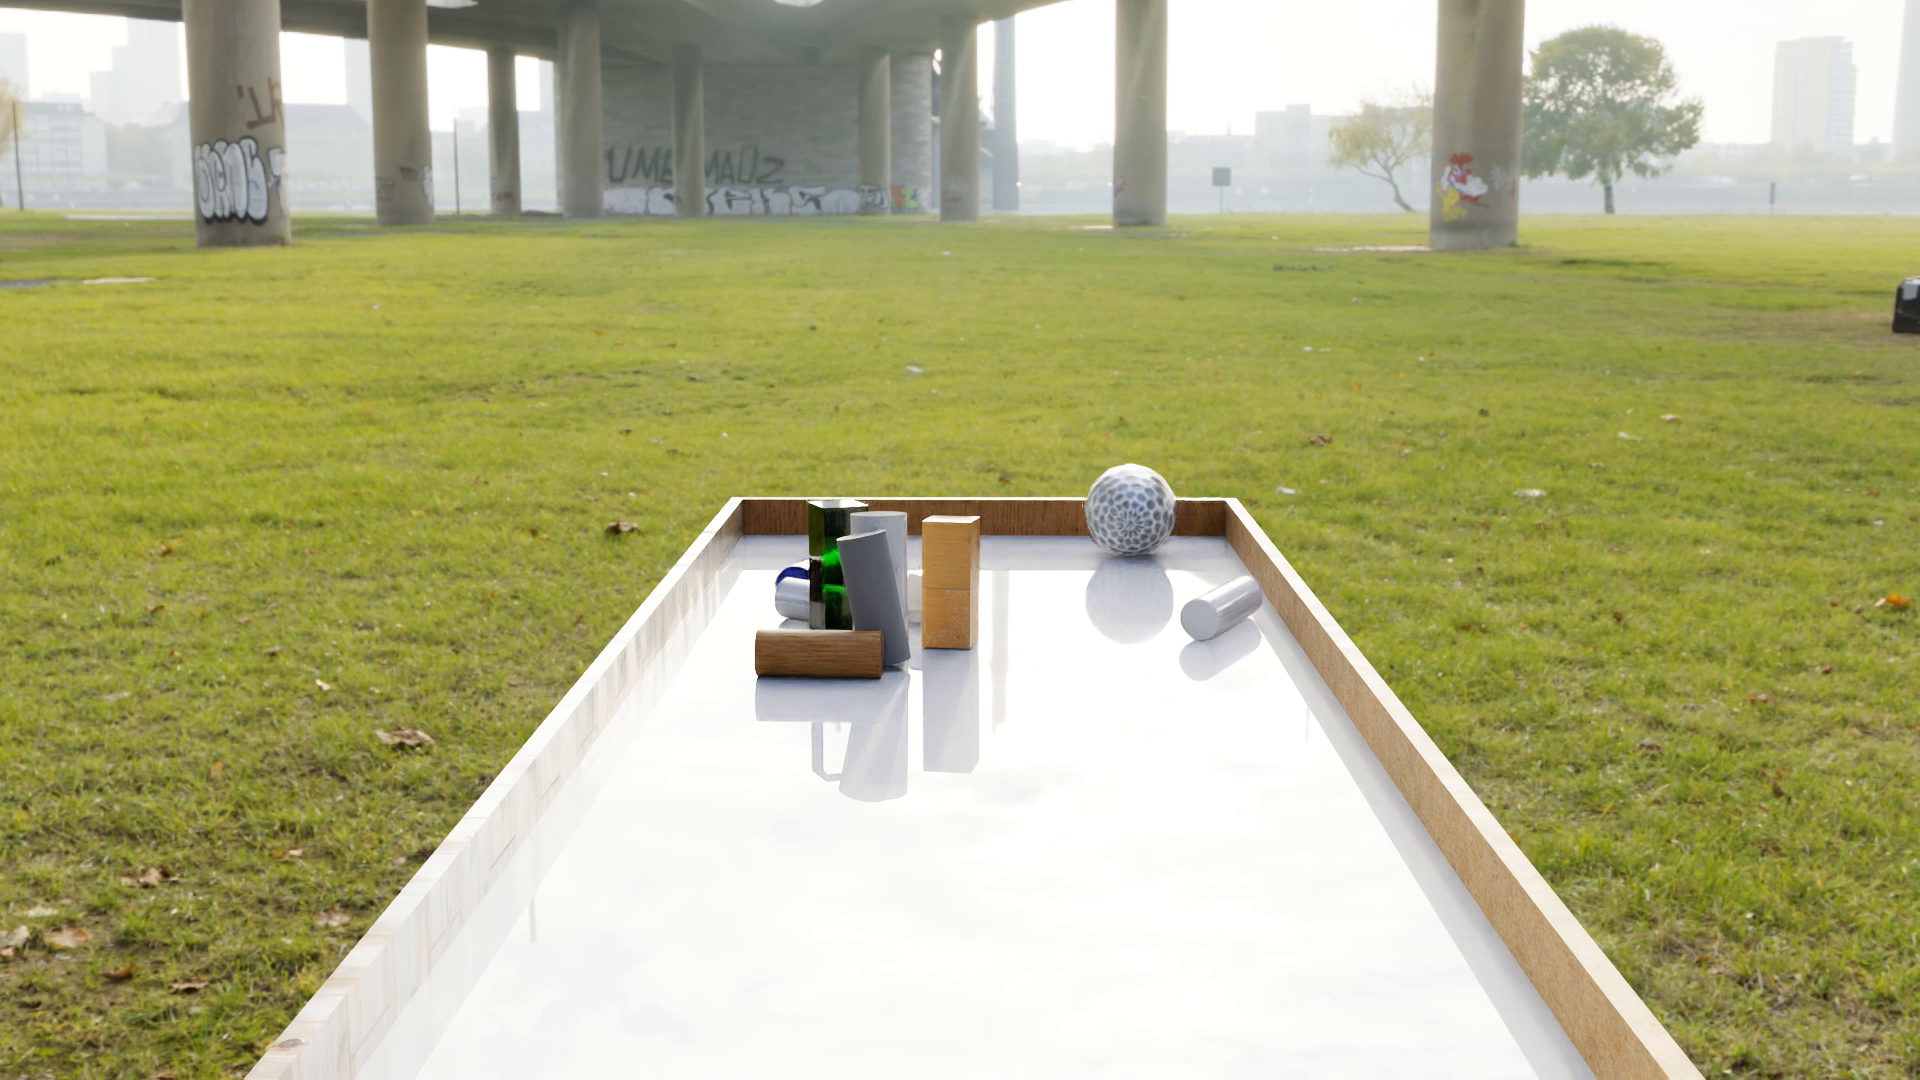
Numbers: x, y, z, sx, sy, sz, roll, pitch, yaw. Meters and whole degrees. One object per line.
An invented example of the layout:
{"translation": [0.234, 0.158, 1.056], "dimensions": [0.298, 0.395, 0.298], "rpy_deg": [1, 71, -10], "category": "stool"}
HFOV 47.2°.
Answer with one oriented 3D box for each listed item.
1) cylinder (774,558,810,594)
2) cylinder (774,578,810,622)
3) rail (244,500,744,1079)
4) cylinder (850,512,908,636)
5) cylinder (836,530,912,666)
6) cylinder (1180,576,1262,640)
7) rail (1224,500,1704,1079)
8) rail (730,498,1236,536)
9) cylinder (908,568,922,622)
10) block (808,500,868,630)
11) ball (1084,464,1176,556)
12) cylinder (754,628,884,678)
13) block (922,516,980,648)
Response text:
{"translation": [-0.499, 0.137, 7.622], "dimensions": [0.165, 0.165, 0.432], "rpy_deg": [2, 9, 14], "category": "cylinder"}
{"translation": [-0.403, 0.215, 7.214], "dimensions": [0.447, 0.137, 0.137], "rpy_deg": [8, 12, 40], "category": "cylinder"}
{"translation": [-1.004, 0.839, 3.234], "dimensions": [0.050, 0.150, 12.000], "rpy_deg": [0, 9, 1], "category": "rail"}
{"translation": [-0.246, 0.135, 6.742], "dimensions": [0.174, 0.433, 0.174], "rpy_deg": [-1, 6, 0], "category": "cylinder"}
{"translation": [-0.258, 0.175, 6.584], "dimensions": [0.150, 0.390, 0.150], "rpy_deg": [-11, 6, 1], "category": "cylinder"}
{"translation": [0.857, 0.221, 7.186], "dimensions": [0.135, 0.135, 0.456], "rpy_deg": [4, 10, 25], "category": "cylinder"}
{"translation": [1.046, 0.843, 3.208], "dimensions": [0.050, 0.150, 12.000], "rpy_deg": [0, 9, 1], "category": "rail"}
{"translation": [0.099, -0.098, 9.147], "dimensions": [2.100, 0.150, 0.050], "rpy_deg": [0, 9, 1], "category": "rail"}
{"translation": [-0.083, 0.166, 7.435], "dimensions": [0.164, 0.164, 0.354], "rpy_deg": [4, 10, 24], "category": "cylinder"}
{"translation": [-0.383, 0.103, 6.958], "dimensions": [0.147, 0.439, 0.147], "rpy_deg": [-4, 10, -23], "category": "block"}
{"translation": [0.667, -0.117, 8.603], "dimensions": [0.358, 0.358, 0.358], "rpy_deg": [0, 9, 0], "category": "ball"}
{"translation": [-0.413, 0.333, 6.467], "dimensions": [0.366, 0.138, 0.138], "rpy_deg": [1, 9, 4], "category": "cylinder"}
{"translation": [-0.028, 0.130, 6.909], "dimensions": [0.154, 0.396, 0.154], "rpy_deg": [2, 7, 11], "category": "block"}
